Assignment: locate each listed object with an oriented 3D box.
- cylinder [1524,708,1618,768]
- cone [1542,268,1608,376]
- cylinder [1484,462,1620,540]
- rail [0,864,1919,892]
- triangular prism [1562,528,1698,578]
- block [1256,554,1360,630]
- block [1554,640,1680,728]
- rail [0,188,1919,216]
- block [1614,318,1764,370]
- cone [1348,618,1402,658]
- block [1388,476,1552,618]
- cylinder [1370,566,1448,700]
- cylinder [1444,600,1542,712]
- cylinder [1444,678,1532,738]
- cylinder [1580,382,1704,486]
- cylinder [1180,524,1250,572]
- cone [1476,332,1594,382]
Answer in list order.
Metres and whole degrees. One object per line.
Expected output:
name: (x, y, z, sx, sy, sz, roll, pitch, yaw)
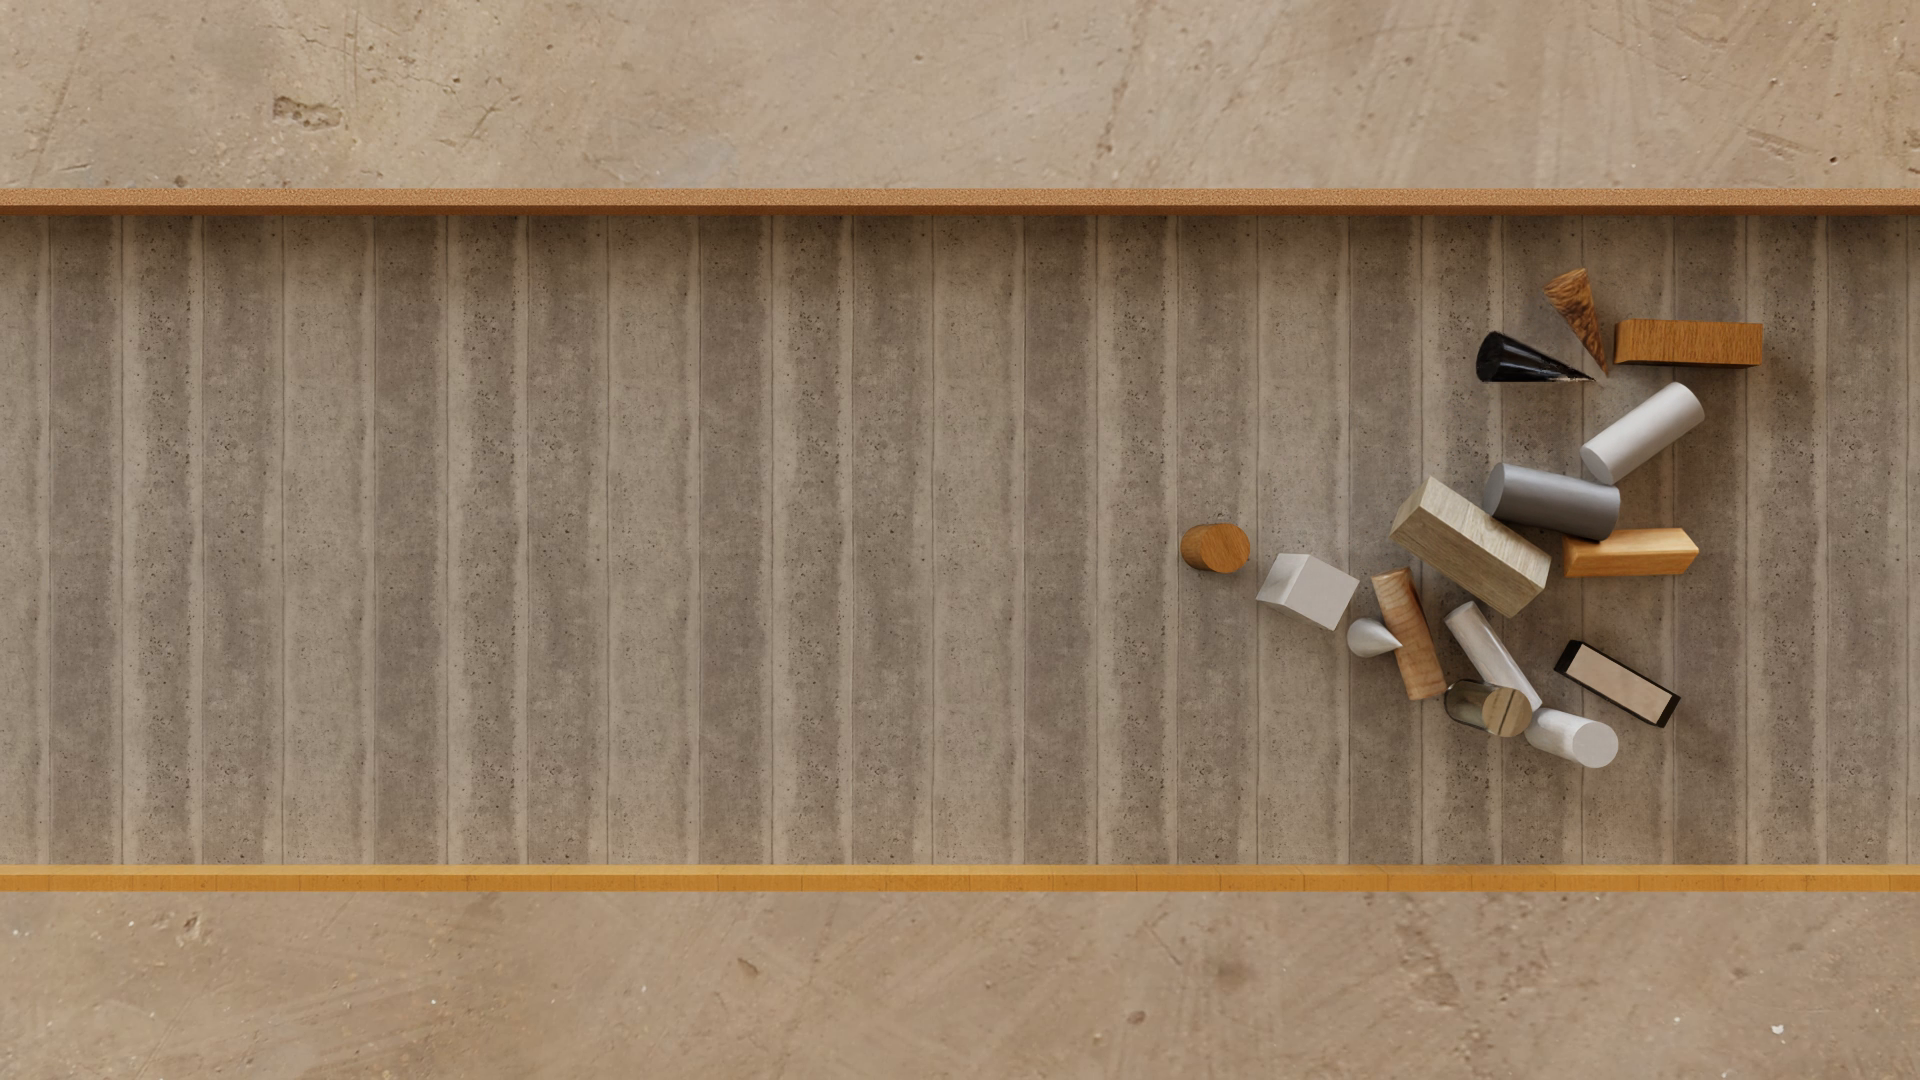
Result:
cylinder: (1.801, 0.581, 4.875, 0.131, 0.402, 0.131, 0, 90, 0)
cone: (1.915, -0.643, 5.043, 0.137, 0.137, 0.344, -29, 101, 0)
cylinder: (1.787, -0.116, 4.991, 0.351, 0.171, 0.171, 12, 90, 0)
rail: (-2.247, 1.025, 5.001, 12.000, 0.150, 0.050, 0, 90, 0)
triangular prism: (2.038, 0.039, 5.013, 0.364, 0.120, 0.139, -2, 90, 0)
block: (1.016, 0.148, 4.855, 0.159, 0.443, 0.159, 28, 90, 0)
block: (1.999, 0.437, 5.023, 0.339, 0.108, 0.108, 30, 90, 0)
rail: (-2.247, -1.025, 5.002, 12.000, 0.150, 0.050, 0, 90, 0)
block: (2.211, -0.595, 5.014, 0.397, 0.124, 0.124, 2, 90, 0)
cone: (1.253, 0.301, 4.871, 0.124, 0.411, 0.124, 0, 90, 0)
block: (1.535, 0.022, 4.964, 0.442, 0.160, 0.160, 34, 45, 0)
cylinder: (1.367, 0.282, 5.017, 0.120, 0.120, 0.390, -17, 90, 0)
cylinder: (1.622, 0.367, 5.023, 0.108, 0.108, 0.367, -34, 90, 0)
cylinder: (1.558, 0.494, 4.885, 0.142, 0.380, 0.142, 0, 89, 0)
cylinder: (2.068, -0.322, 5.003, 0.337, 0.147, 0.147, -35, 90, 0)
cylinder: (0.749, 0.023, 4.866, 0.141, 0.421, 0.141, 0, 90, 0)
cone: (1.786, -0.523, 5.039, 0.374, 0.154, 0.154, 10, 90, -12)
